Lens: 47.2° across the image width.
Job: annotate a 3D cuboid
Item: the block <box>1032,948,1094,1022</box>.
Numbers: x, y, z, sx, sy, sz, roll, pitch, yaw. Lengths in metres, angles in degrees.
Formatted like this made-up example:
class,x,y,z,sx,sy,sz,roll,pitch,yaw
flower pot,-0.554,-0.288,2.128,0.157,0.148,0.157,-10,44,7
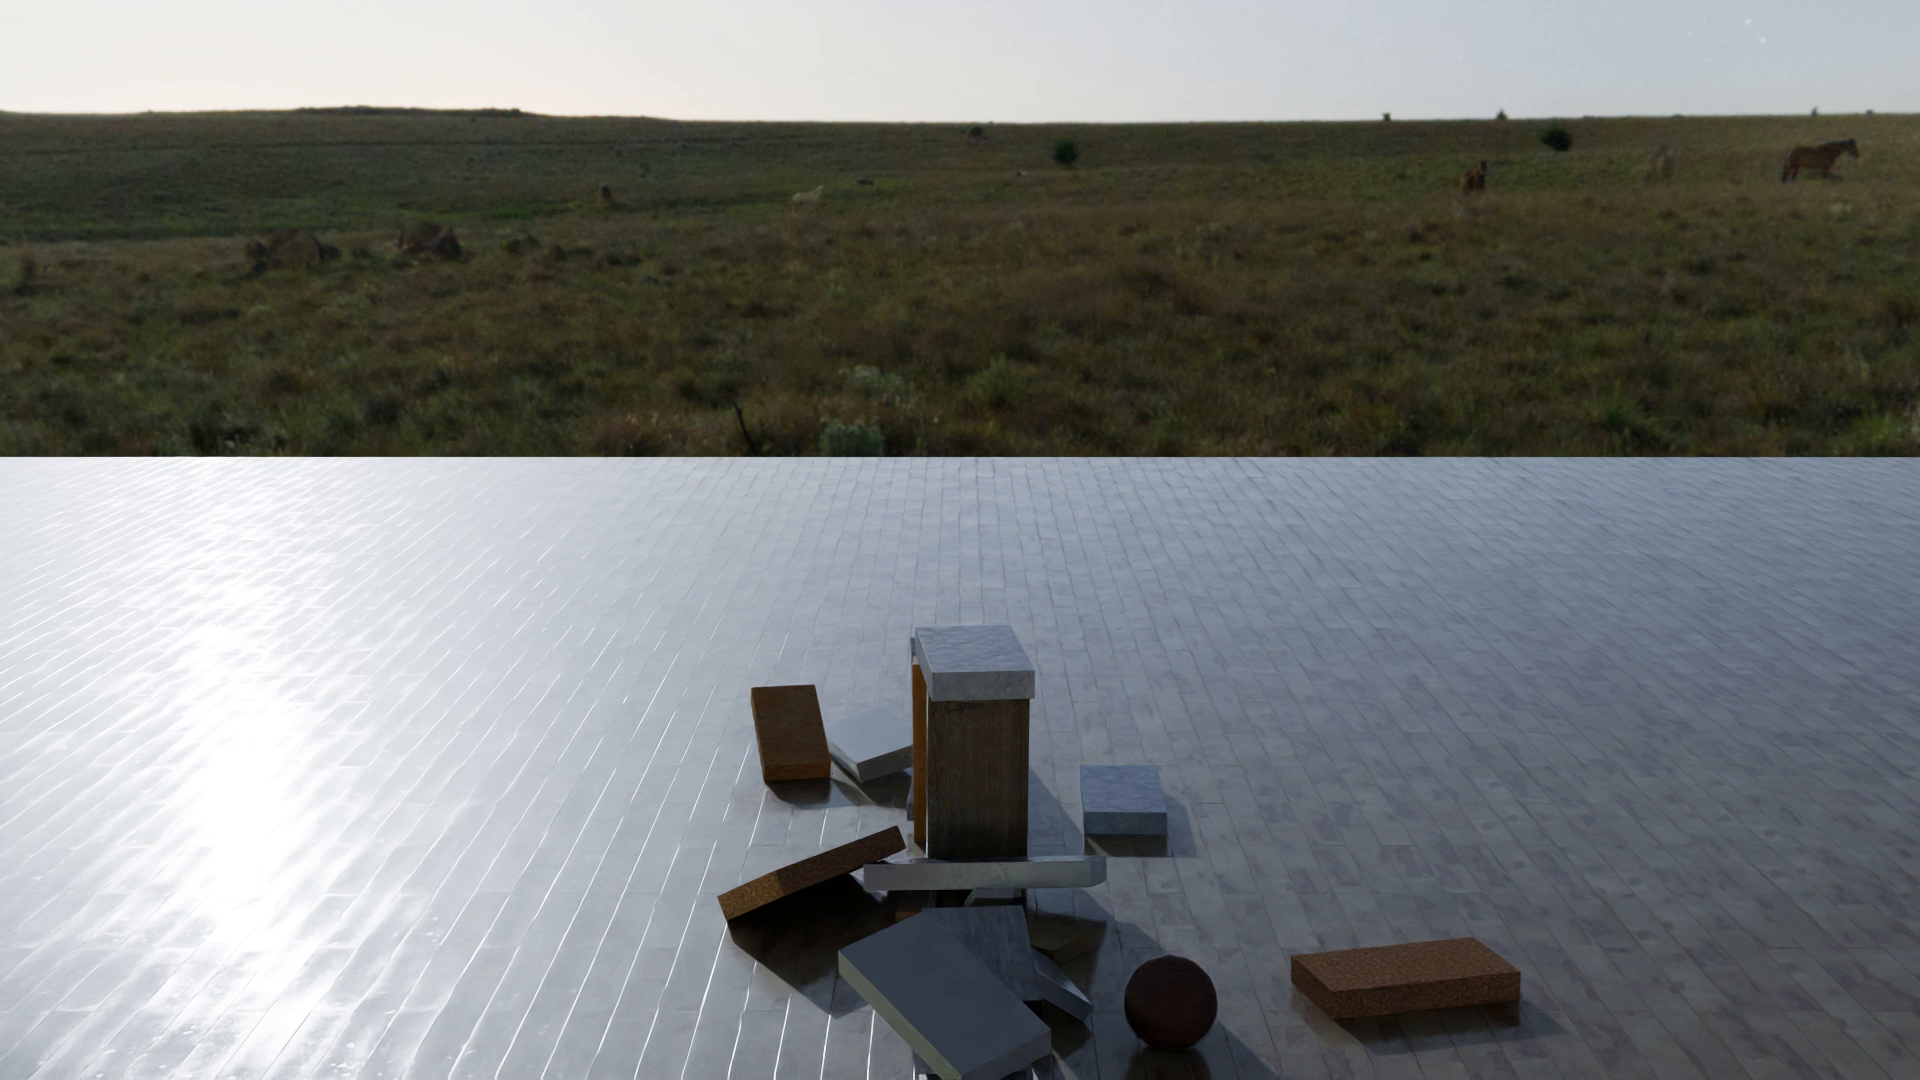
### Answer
class,x,y,z,sx,sy,sz,roll,pitch,yaw
block,0.119,0.635,3.214,0.096,0.027,0.192,34,-1,-19

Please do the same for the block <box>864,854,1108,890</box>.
class,x,y,z,sx,sy,sz,roll,pitch,yaw
block,0.043,0.544,3.599,0.375,0.042,0.149,-3,-5,13

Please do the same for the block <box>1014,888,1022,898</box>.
class,x,y,z,sx,sy,sz,roll,pitch,yaw
block,0.070,0.574,3.610,0.062,0.017,0.123,-2,-5,2

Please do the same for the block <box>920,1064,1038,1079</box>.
class,x,y,z,sx,sy,sz,roll,pitch,yaw
block,0.031,0.708,2.797,0.139,0.040,0.279,-1,1,-7

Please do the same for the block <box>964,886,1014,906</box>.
class,x,y,z,sx,sy,sz,roll,pitch,yaw
block,0.045,0.576,3.518,0.062,0.017,0.123,2,-21,-8

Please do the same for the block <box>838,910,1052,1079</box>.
class,x,y,z,sx,sy,sz,roll,pitch,yaw
block,-0.022,0.594,2.838,0.139,0.040,0.279,-20,36,-30

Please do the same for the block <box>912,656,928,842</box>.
class,x,y,z,sx,sy,sz,roll,pitch,yaw
block,0.002,0.372,3.912,0.168,0.337,0.048,0,16,0

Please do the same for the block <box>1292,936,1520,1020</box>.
class,x,y,z,sx,sy,sz,roll,pitch,yaw
block,0.657,0.646,3.252,0.297,0.042,0.148,-3,10,-14

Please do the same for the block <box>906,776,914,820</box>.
class,x,y,z,sx,sy,sz,roll,pitch,yaw
block,-0.018,0.443,4.119,0.131,0.037,0.262,1,25,6

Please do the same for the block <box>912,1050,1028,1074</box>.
class,x,y,z,sx,sy,sz,roll,pitch,yaw
block,0.008,0.667,2.954,0.145,0.041,0.290,-1,-3,-2

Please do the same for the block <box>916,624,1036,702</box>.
class,x,y,z,sx,sy,sz,roll,pitch,yaw
block,0.021,0.207,3.742,0.168,0.048,0.337,-1,11,-6

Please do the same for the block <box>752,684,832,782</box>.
class,x,y,z,sx,sy,sz,roll,pitch,yaw
block,-0.341,0.385,4.413,0.131,0.037,0.262,-2,33,-11

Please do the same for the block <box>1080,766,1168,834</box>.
class,x,y,z,sx,sy,sz,roll,pitch,yaw
block,0.303,0.485,4.120,0.149,0.042,0.298,0,11,2

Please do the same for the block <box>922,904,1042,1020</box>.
class,x,y,z,sx,sy,sz,roll,pitch,yaw
block,0.026,0.583,3.009,0.145,0.041,0.290,-1,16,-3

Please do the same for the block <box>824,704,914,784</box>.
class,x,y,z,sx,sy,sz,roll,pitch,yaw
block,-0.176,0.409,4.430,0.149,0.042,0.298,-17,14,-16

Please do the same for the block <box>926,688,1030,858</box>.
class,x,y,z,sx,sy,sz,roll,pitch,yaw
block,0.029,0.413,3.694,0.168,0.337,0.048,-1,17,-4

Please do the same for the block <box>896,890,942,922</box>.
class,x,y,z,sx,sy,sz,roll,pitch,yaw
block,-0.068,0.595,3.594,0.062,0.017,0.123,1,11,5

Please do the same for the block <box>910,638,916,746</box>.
class,x,y,z,sx,sy,sz,roll,pitch,yaw
block,-0.012,0.306,4.011,0.149,0.298,0.042,-4,34,-4

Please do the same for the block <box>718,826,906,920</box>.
class,x,y,z,sx,sy,sz,roll,pitch,yaw
block,-0.241,0.545,3.612,0.148,0.042,0.297,-29,-10,39

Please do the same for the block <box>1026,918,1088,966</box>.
class,x,y,z,sx,sy,sz,roll,pitch,yaw
block,0.094,0.620,3.434,0.192,0.027,0.096,8,13,36
